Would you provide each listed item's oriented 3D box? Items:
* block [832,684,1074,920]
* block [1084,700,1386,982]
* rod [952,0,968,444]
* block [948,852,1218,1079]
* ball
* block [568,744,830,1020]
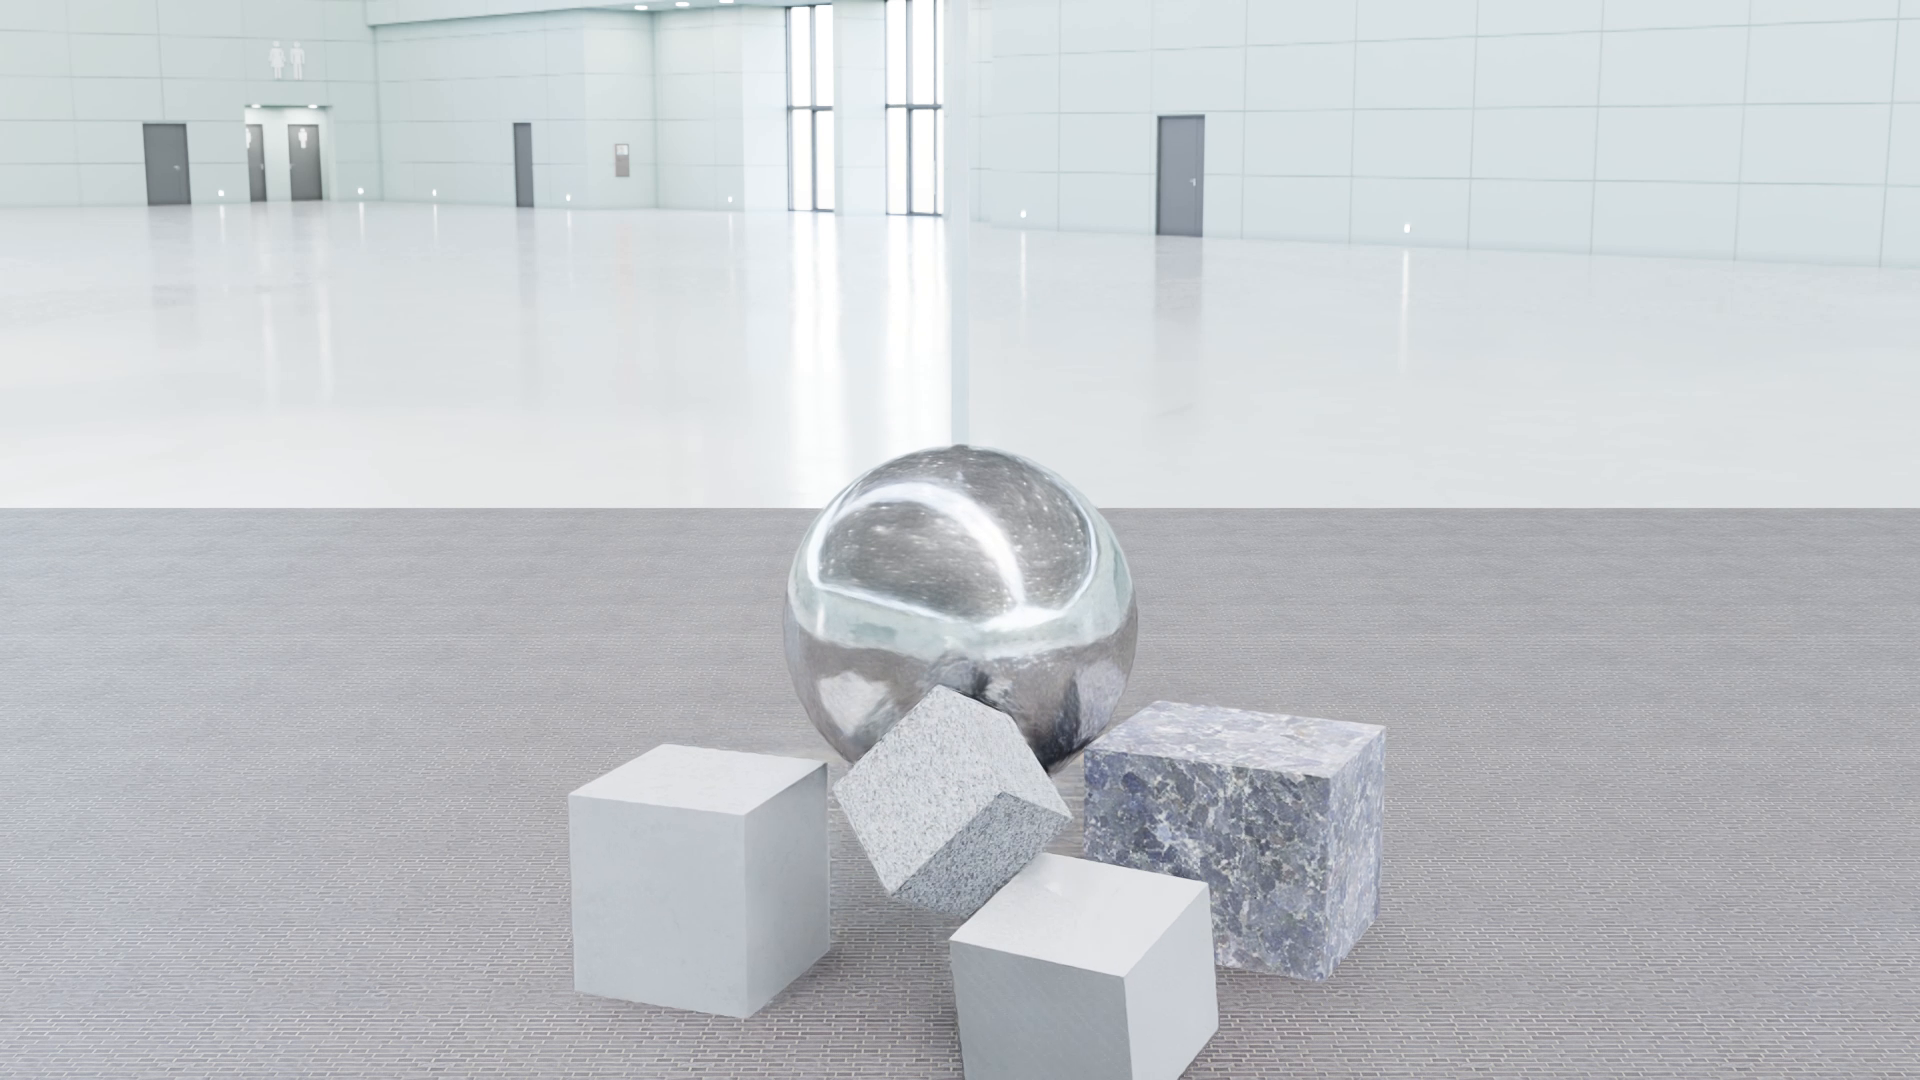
[{"bbox_3d":[-0.031,1.015,8.476,0.490,0.605,0.553,28,23,-49],"label":"block"},{"bbox_3d":[1.233,1.313,9.834,1.098,0.897,0.907,5,11,25],"label":"block"},{"bbox_3d":[0.000,-3.023,10.024,0.080,5.200,0.080,0,-3,0],"label":"rod"},{"bbox_3d":[0.477,1.670,8.263,0.719,0.632,0.707,6,23,31],"label":"block"},{"bbox_3d":[0.000,0.373,9.847,1.600,1.600,1.600,0,10,0],"label":"ball"},{"bbox_3d":[-1.089,1.423,9.338,0.799,0.860,0.820,4,11,20],"label":"block"}]
